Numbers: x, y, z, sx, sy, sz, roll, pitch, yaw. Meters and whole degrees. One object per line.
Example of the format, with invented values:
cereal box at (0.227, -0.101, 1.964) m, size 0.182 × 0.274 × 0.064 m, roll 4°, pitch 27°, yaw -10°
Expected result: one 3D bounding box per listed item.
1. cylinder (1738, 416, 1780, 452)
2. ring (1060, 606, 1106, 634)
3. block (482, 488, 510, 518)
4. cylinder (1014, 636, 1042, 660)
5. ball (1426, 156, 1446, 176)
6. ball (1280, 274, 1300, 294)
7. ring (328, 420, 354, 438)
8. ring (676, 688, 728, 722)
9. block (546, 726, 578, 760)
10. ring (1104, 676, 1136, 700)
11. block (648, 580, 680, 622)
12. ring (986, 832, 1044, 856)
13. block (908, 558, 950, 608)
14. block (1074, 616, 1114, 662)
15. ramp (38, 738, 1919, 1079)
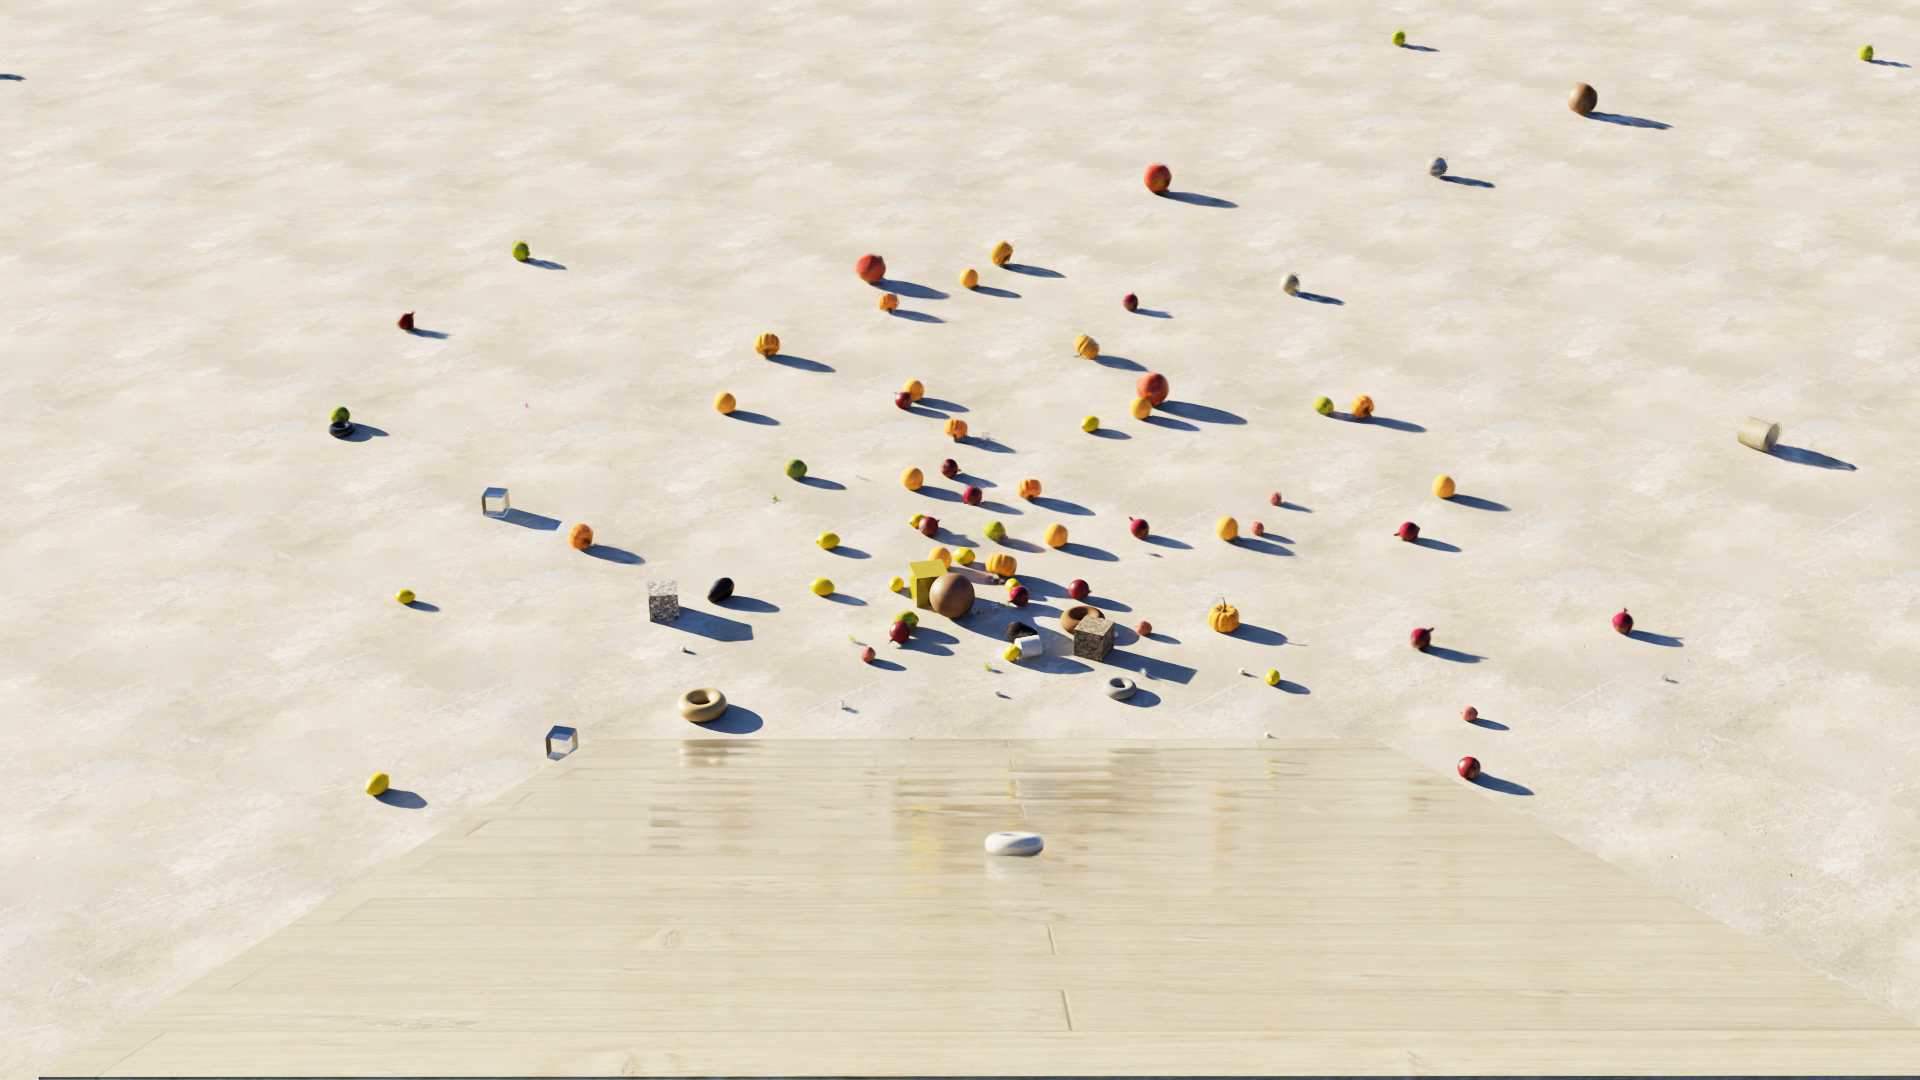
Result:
cylinder at (2.553, -0.339, 8.265) m, size 0.093 × 0.093 × 0.093 m, roll -25°, pitch 37°, yaw -38°
ring at (0.347, 0.227, 7.278) m, size 0.128 × 0.043 × 0.128 m, roll -1°, pitch 30°, yaw 0°
block at (-1.416, -0.115, 7.883) m, size 0.065 × 0.065 × 0.065 m, roll 4°, pitch 29°, yaw 8°
cylinder at (0.189, 0.296, 7.134) m, size 0.059 × 0.059 × 0.059 m, roll -8°, pitch 29°, yaw -19°
ball at (1.921, -1.505, 10.418) m, size 0.081 × 0.081 × 0.081 m, roll 0°, pitch 29°, yaw 0°
ball at (1.196, -0.929, 9.371) m, size 0.072 × 0.072 × 0.072 m, roll 0°, pitch 29°, yaw 0°
ring at (-2.004, -0.360, 8.372) m, size 0.086 × 0.029 × 0.086 m, roll -1°, pitch 30°, yaw 0°
ring at (-0.688, 0.438, 6.888) m, size 0.135 × 0.045 × 0.135 m, roll -1°, pitch 29°, yaw 1°
block at (-1.033, 0.527, 6.706) m, size 0.063 × 0.063 × 0.063 m, roll 7°, pitch 29°, yaw 13°
ring at (0.432, 0.399, 6.975) m, size 0.092 × 0.031 × 0.092 m, roll 1°, pitch 29°, yaw -1°
block at (-0.842, 0.172, 7.336) m, size 0.083 × 0.083 × 0.083 m, roll -4°, pitch 29°, yaw -7°
ring at (0.092, 0.512, 4.351) m, size 0.100 × 0.033 × 0.100 m, roll 1°, pitch -1°, yaw 0°
block at (-0.089, 0.124, 7.412) m, size 0.096 × 0.096 × 0.096 m, roll -7°, pitch 29°, yaw -12°
block at (0.371, 0.273, 7.149) m, size 0.086 × 0.086 × 0.086 m, roll 13°, pitch 31°, yaw 22°
ramp at (0.064, 0.576, 4.620) m, size 2.000 × 0.100 × 4.000 m, roll 0°, pitch 0°, yaw 0°
